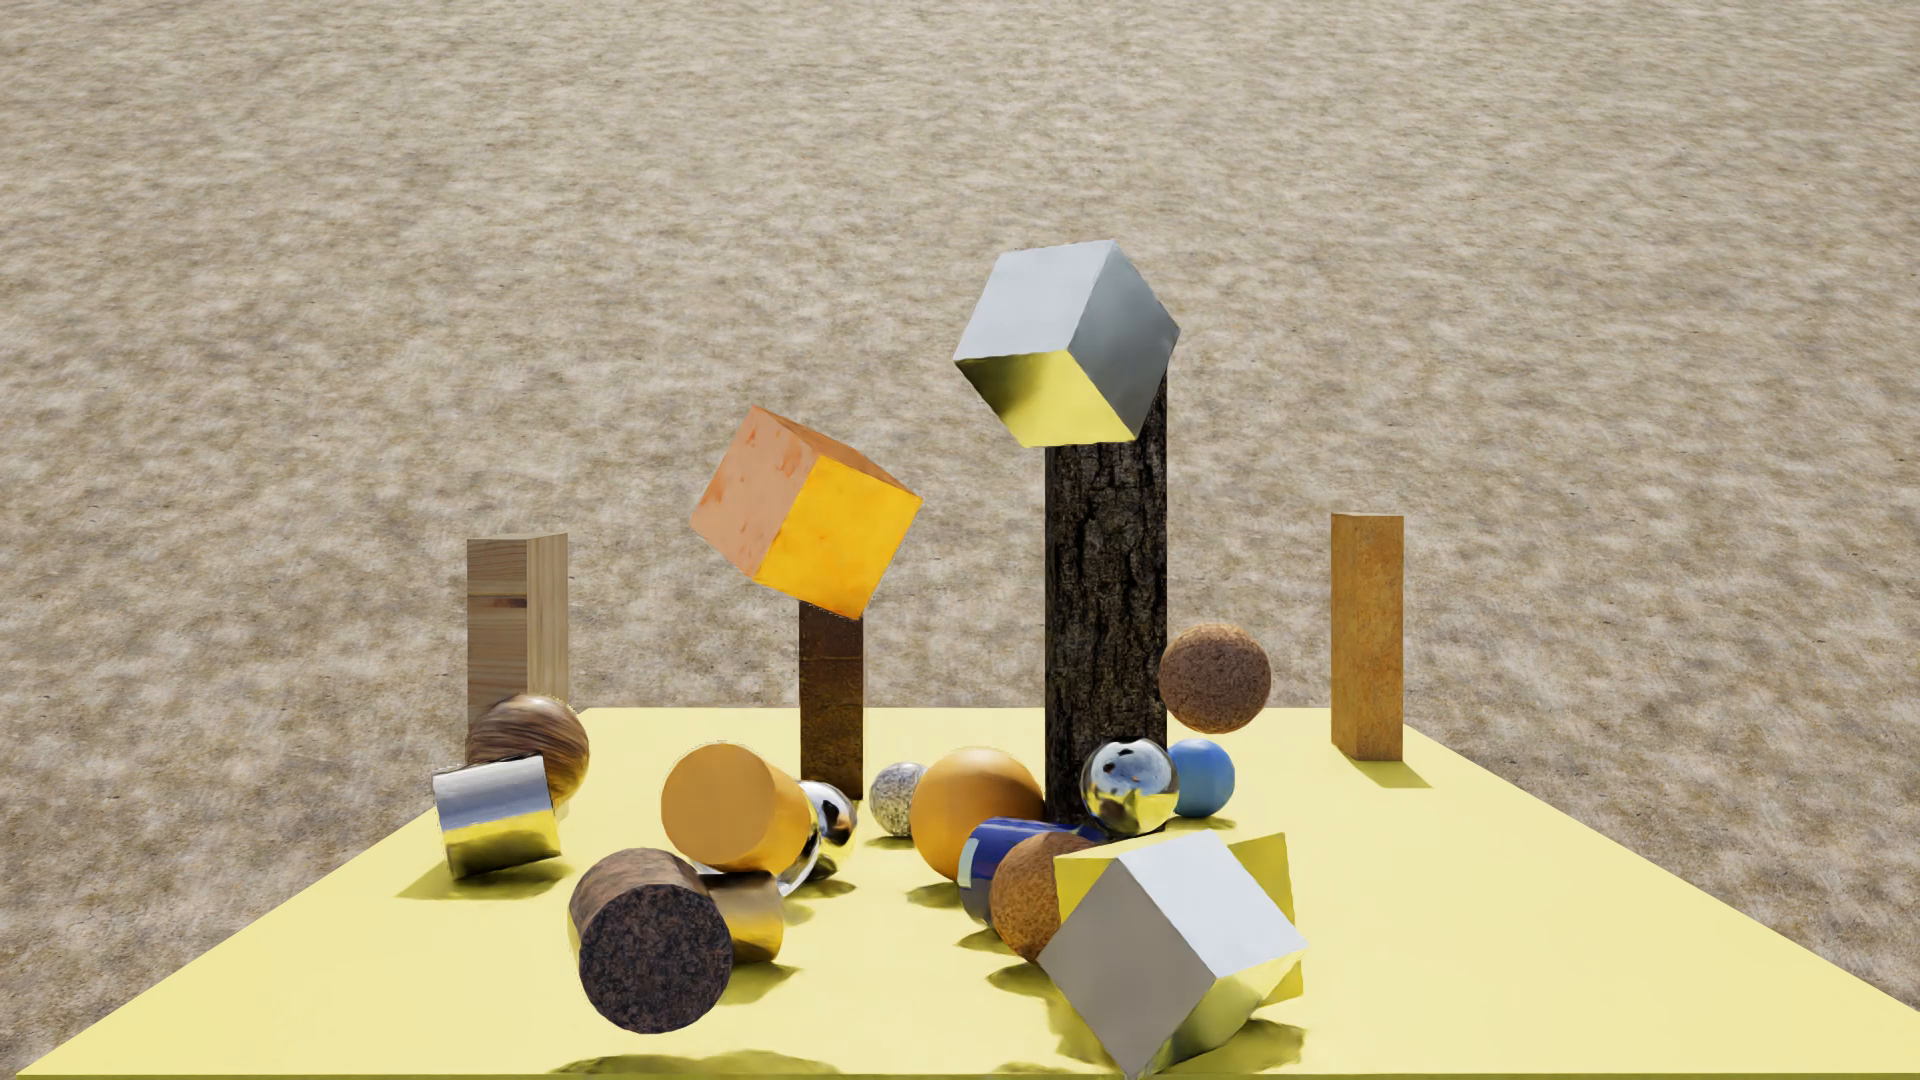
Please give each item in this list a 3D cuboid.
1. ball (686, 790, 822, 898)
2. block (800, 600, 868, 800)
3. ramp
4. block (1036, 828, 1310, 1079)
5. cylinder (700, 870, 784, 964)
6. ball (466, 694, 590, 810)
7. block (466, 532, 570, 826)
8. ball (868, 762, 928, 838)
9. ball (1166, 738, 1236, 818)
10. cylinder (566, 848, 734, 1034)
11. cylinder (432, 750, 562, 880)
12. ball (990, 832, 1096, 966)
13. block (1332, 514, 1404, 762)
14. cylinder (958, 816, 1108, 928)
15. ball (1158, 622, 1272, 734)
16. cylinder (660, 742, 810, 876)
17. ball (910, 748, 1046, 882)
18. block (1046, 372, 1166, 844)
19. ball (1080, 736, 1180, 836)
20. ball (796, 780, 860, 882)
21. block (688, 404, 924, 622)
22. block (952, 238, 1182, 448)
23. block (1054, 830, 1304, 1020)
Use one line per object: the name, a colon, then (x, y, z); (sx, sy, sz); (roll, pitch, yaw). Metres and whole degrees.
ball: (-0.287, 0.410, 3.568); (0.190, 0.190, 0.190); (0, 26, 0)
block: (-0.235, 0.197, 4.837); (0.116, 0.550, 0.244); (0, 1, 0)
ramp: (0.058, 0.529, 4.566); (2.000, 0.100, 4.000); (0, 1, 0)
block: (0.212, 0.412, 2.575); (0.158, 0.158, 0.158); (-7, 49, -49)
cylinder: (-0.285, 0.461, 3.140); (0.110, 0.110, 0.110); (-1, 24, -23)
ball: (-0.667, 0.333, 3.987); (0.190, 0.190, 0.190); (0, 26, 0)
block: (-0.731, 0.240, 4.292); (0.095, 0.493, 0.430); (0, 1, 0)
ball: (-0.088, 0.425, 4.226); (0.125, 0.125, 0.125); (0, 26, 0)
ball: (0.407, 0.412, 4.456); (0.140, 0.140, 0.140); (0, 26, 0)
cylinder: (-0.317, 0.405, 2.619); (0.153, 0.153, 0.153); (-6, 8, -12)
cylinder: (-0.682, 0.405, 3.806); (0.160, 0.160, 0.160); (-12, 27, -9)
ball: (0.117, 0.435, 3.117); (0.163, 0.163, 0.163); (0, 26, 0)
block: (0.869, 0.199, 5.517); (0.097, 0.508, 0.359); (0, 1, 0)
cylinder: (0.100, 0.438, 3.342); (0.146, 0.146, 0.146); (1, 21, 41)
ball: (0.270, 0.146, 2.733); (0.120, 0.120, 0.120); (0, 26, 0)
cylinder: (-0.276, 0.338, 3.188); (0.148, 0.148, 0.148); (7, -13, 15)
ball: (0.026, 0.401, 3.736); (0.199, 0.199, 0.199); (0, 26, 0)
block: (0.199, 0.133, 3.595); (0.147, 0.741, 0.371); (0, 1, 0)
ball: (0.211, 0.305, 3.200); (0.124, 0.124, 0.124); (0, 26, 0)
ball: (-0.222, 0.425, 3.773); (0.150, 0.150, 0.150); (0, 26, 0)
block: (-0.180, -0.032, 2.994); (0.162, 0.162, 0.162); (23, 9, -40)
block: (0.131, -0.236, 3.122); (0.171, 0.171, 0.171); (-2, 53, 39)
block: (0.238, 0.420, 2.806); (0.179, 0.179, 0.179); (-7, 0, -41)
